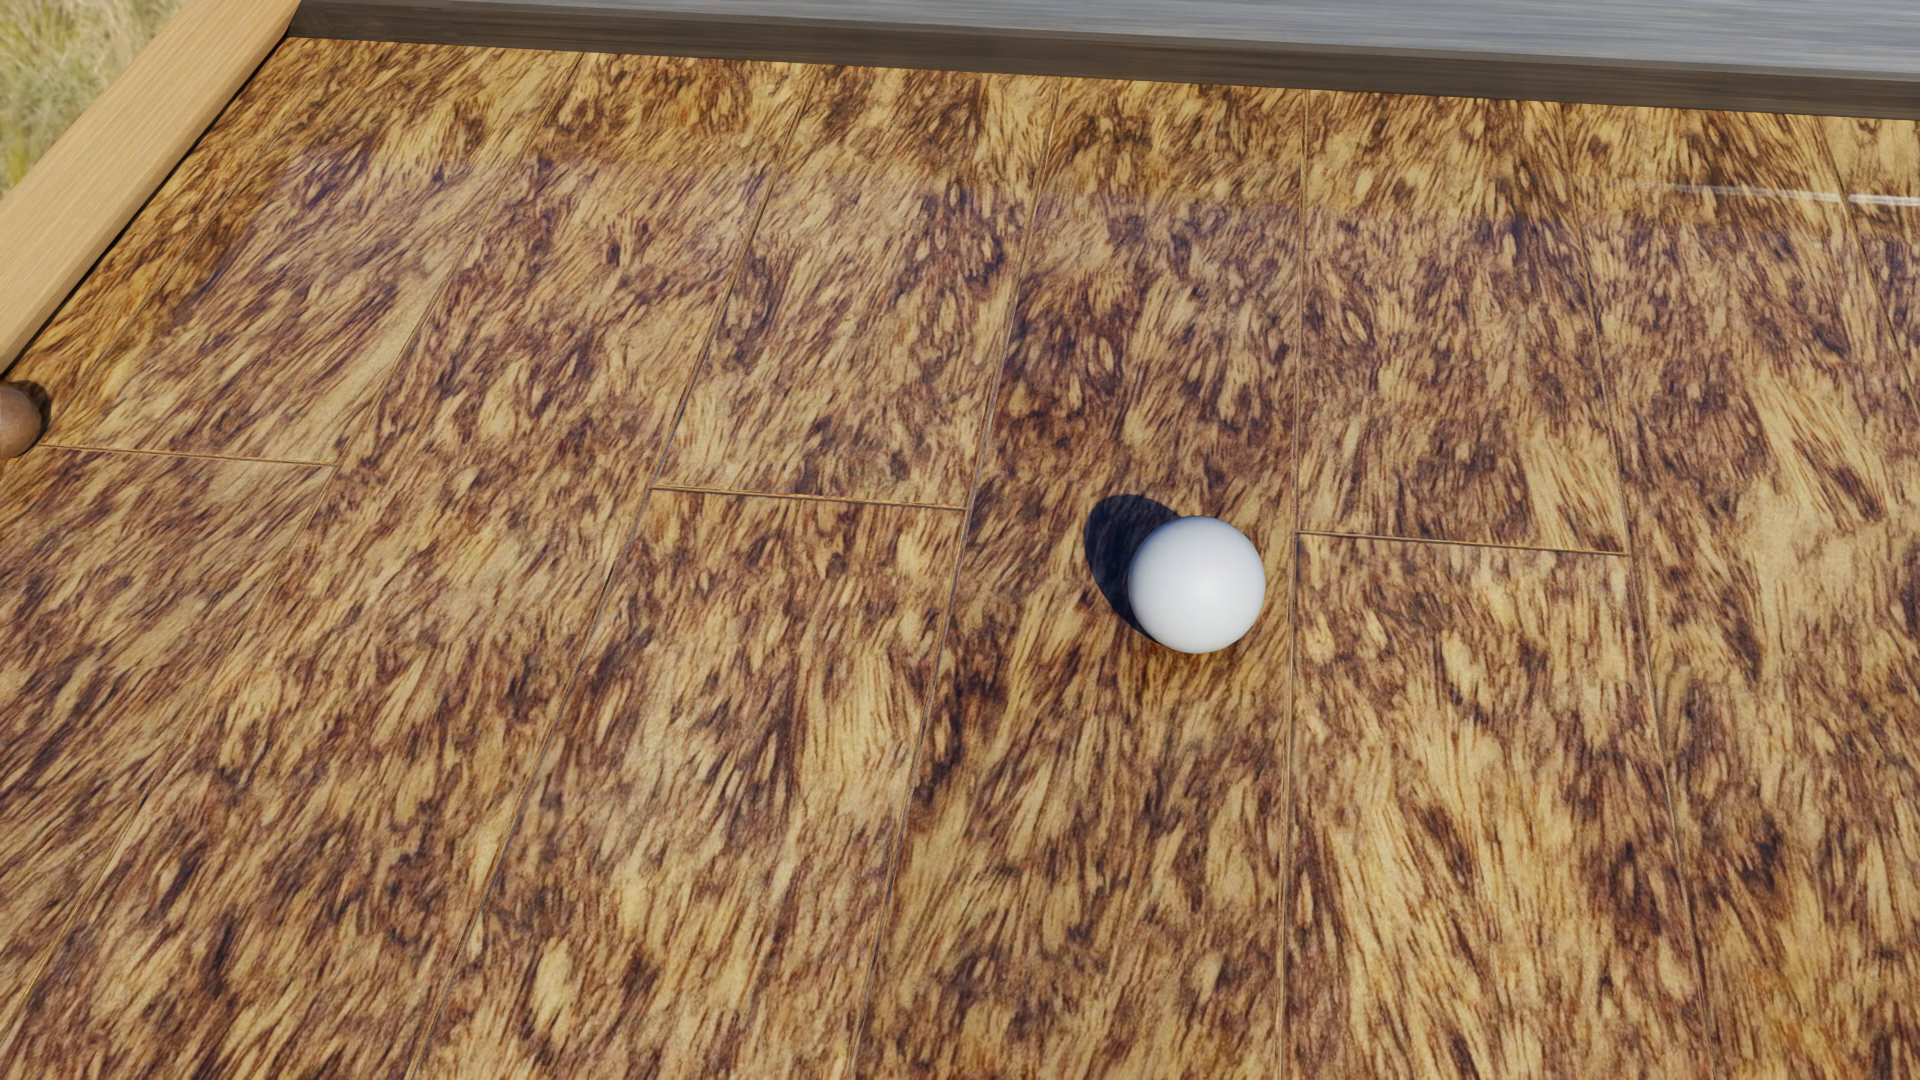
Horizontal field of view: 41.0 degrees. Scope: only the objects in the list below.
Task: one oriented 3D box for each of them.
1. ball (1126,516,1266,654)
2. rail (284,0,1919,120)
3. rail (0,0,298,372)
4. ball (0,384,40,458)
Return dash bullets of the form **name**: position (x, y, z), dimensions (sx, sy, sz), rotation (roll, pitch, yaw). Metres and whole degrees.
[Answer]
- **ball**: position (0.166, 0.031, 1.806), dimensions (0.097, 0.097, 0.097), rotation (0, 35, 0)
- **rail**: position (0.932, -0.456, 2.482), dimensions (3.325, 0.127, 0.045), rotation (4, 35, 6)
- **rail**: position (-0.801, -0.075, 1.933), dimensions (0.045, 0.127, 1.798), rotation (4, 35, 6)
- **ball**: position (-0.755, -0.094, 2.021), dimensions (0.058, 0.058, 0.058), rotation (0, 35, 0)
